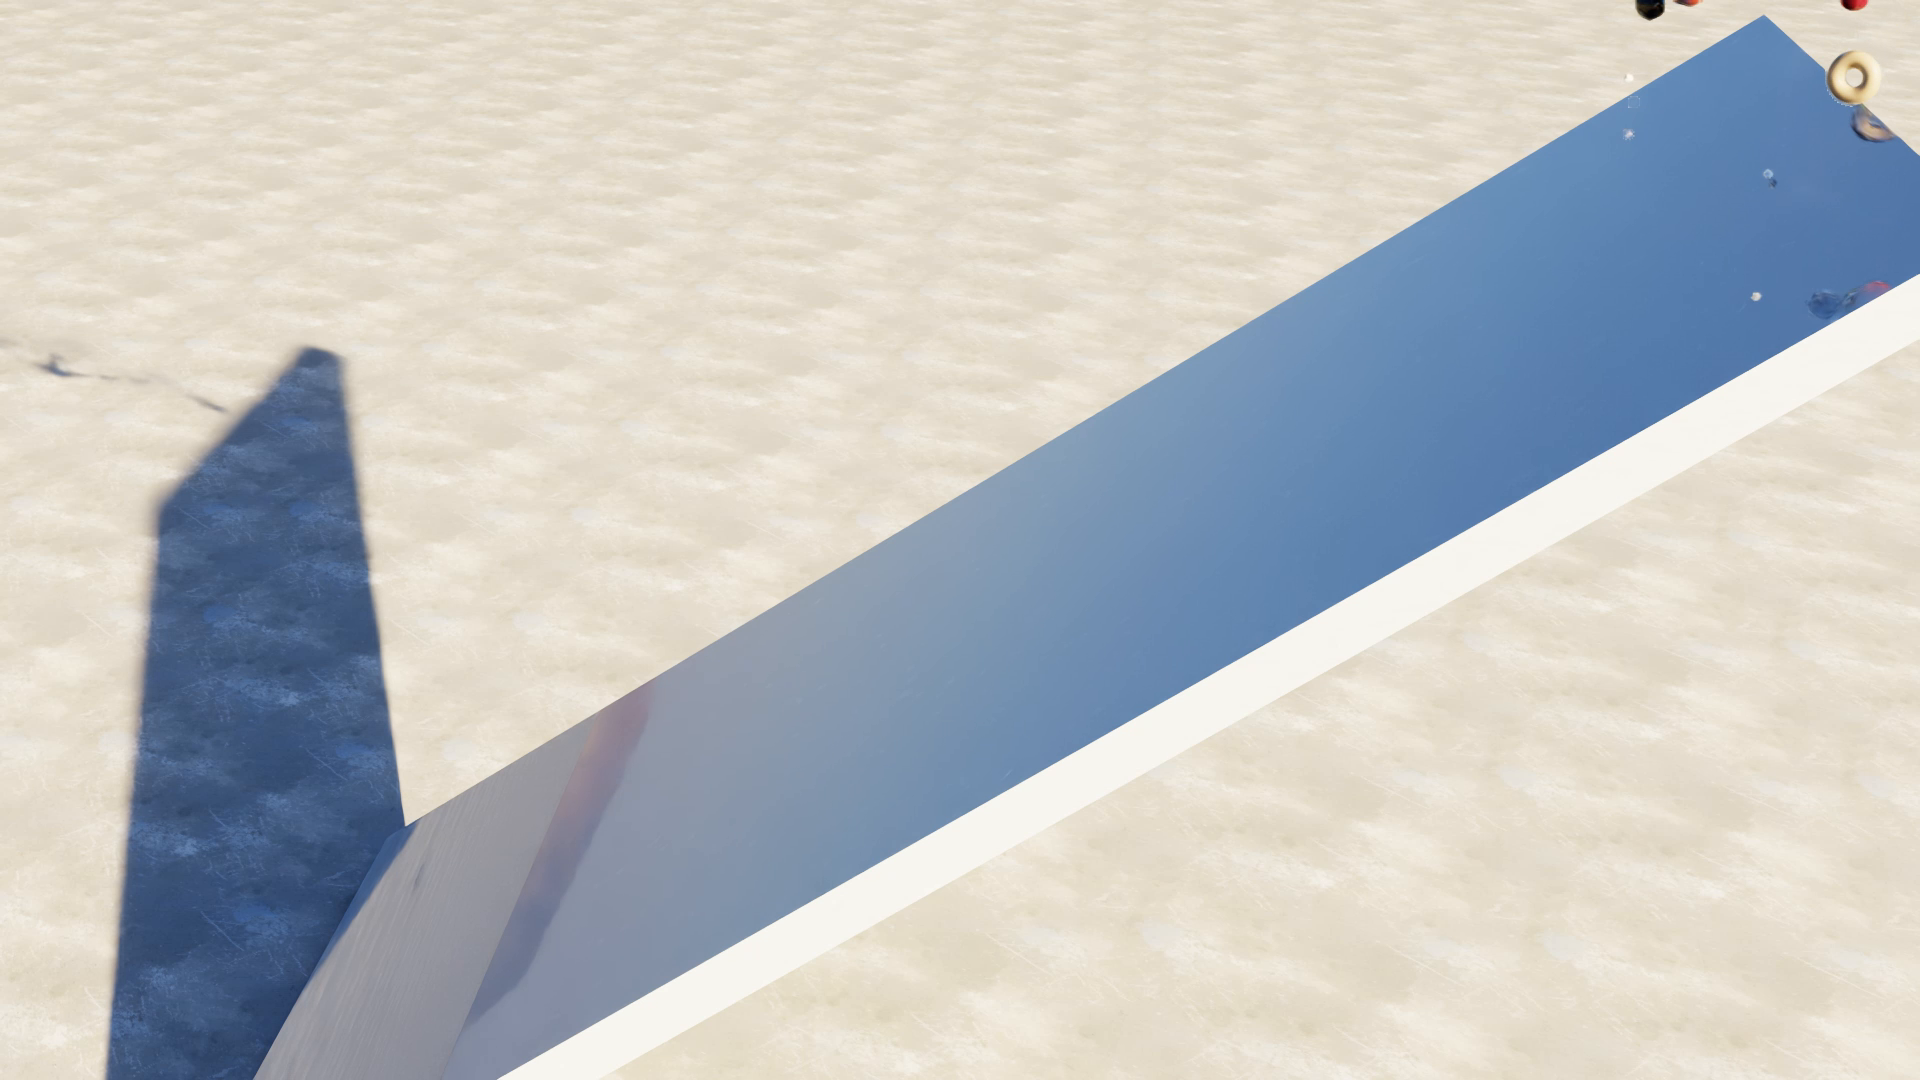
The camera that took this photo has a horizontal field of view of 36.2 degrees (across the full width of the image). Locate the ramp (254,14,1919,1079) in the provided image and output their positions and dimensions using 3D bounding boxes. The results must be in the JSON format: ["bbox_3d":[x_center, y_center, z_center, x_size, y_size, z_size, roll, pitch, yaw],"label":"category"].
[{"bbox_3d":[0.140,0.170,6.295,4.000,0.100,2.000,-31,15,14],"label":"ramp"}]

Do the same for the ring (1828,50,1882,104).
[{"bbox_3d":[1.768,-0.914,5.813,0.107,0.107,0.036,12,21,30],"label":"ring"}]
